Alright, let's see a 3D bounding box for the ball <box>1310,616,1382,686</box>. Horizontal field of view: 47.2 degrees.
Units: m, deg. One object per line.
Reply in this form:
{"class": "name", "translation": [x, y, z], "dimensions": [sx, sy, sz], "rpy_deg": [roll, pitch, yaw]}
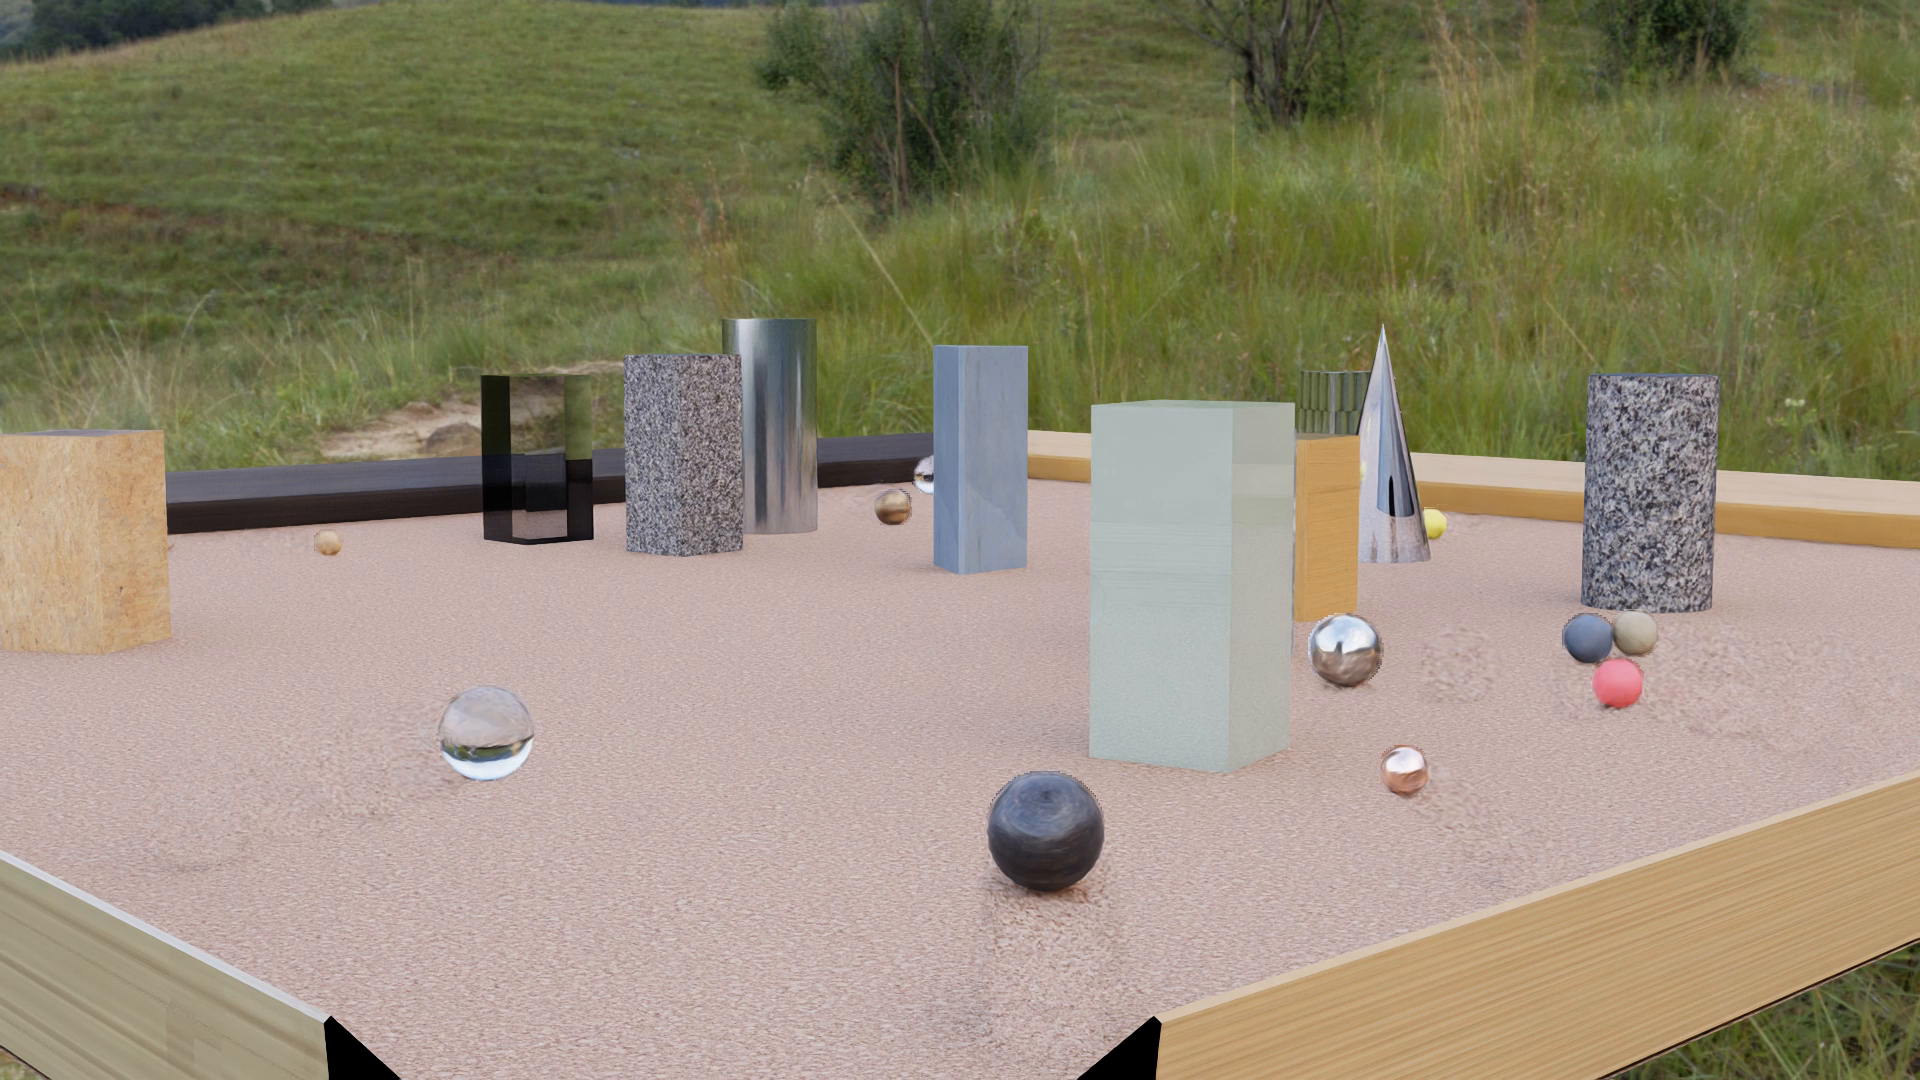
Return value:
{"class": "ball", "translation": [0.454, 0.131, 2.589], "dimensions": [0.084, 0.084, 0.084], "rpy_deg": [0, 6, 0]}

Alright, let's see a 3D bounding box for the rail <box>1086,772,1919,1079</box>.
{"class": "rail", "translation": [1.192, 0.168, 2.048], "dimensions": [3.598, 0.122, 0.045], "rpy_deg": [-6, 8, -42]}

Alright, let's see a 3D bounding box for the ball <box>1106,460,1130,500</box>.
{"class": "ball", "translation": [0.384, -0.138, 5.096], "dimensions": [0.091, 0.091, 0.091], "rpy_deg": [0, 6, 0]}

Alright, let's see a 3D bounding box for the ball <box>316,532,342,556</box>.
{"class": "ball", "translation": [-1.132, 0.006, 3.947], "dimensions": [0.045, 0.045, 0.045], "rpy_deg": [0, 6, 0]}

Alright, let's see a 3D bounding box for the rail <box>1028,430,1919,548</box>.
{"class": "rail", "translation": [1.305, -0.095, 4.529], "dimensions": [0.045, 0.122, 3.563], "rpy_deg": [-6, 8, -42]}

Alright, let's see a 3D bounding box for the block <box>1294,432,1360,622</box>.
{"class": "block", "translation": [0.479, -0.023, 3.211], "dimensions": [0.150, 0.259, 0.150], "rpy_deg": [5, 8, 38]}

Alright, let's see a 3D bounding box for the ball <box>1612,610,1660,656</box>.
{"class": "ball", "translation": [0.849, 0.118, 2.764], "dimensions": [0.057, 0.057, 0.057], "rpy_deg": [0, 6, 0]}

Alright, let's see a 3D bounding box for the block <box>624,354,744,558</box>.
{"class": "block", "translation": [-0.505, -0.159, 4.018], "dimensions": [0.150, 0.358, 0.150], "rpy_deg": [5, 8, 40]}

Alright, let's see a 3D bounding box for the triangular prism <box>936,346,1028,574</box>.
{"class": "triangular prism", "translation": [0.008, -0.142, 3.760], "dimensions": [0.141, 0.379, 0.163], "rpy_deg": [6, 8, 44]}

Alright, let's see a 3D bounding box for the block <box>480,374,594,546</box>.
{"class": "block", "translation": [-0.811, -0.158, 4.215], "dimensions": [0.150, 0.316, 0.150], "rpy_deg": [-6, 8, -44]}

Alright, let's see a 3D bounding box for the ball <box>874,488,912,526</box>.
{"class": "ball", "translation": [-0.138, -0.067, 4.494], "dimensions": [0.077, 0.077, 0.077], "rpy_deg": [0, 6, 0]}

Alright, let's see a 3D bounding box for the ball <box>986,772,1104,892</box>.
{"class": "ball", "translation": [0.066, 0.223, 1.683], "dimensions": [0.090, 0.090, 0.090], "rpy_deg": [0, 6, 0]}

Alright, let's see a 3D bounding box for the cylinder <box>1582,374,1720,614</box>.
{"class": "cylinder", "translation": [1.031, -0.074, 3.287], "dimensions": [0.188, 0.344, 0.188], "rpy_deg": [0, 6, 0]}

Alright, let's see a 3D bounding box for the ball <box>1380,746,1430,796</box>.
{"class": "ball", "translation": [0.407, 0.212, 2.013], "dimensions": [0.044, 0.044, 0.044], "rpy_deg": [0, 6, 0]}

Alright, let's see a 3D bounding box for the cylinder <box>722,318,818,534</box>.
{"class": "cylinder", "translation": [-0.379, -0.230, 4.396], "dimensions": [0.188, 0.422, 0.188], "rpy_deg": [0, 6, 0]}

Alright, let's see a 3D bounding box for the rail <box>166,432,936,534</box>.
{"class": "rail", "translation": [-1.192, -0.104, 4.617], "dimensions": [3.598, 0.122, 0.045], "rpy_deg": [-6, 8, -42]}

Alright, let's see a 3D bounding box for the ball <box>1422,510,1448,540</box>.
{"class": "ball", "translation": [0.906, -0.030, 4.227], "dimensions": [0.059, 0.059, 0.059], "rpy_deg": [0, 6, 0]}

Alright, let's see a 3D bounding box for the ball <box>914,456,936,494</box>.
{"class": "ball", "translation": [-0.065, -0.155, 5.251], "dimensions": [0.092, 0.092, 0.092], "rpy_deg": [0, 6, 0]}

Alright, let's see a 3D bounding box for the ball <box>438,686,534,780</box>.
{"class": "ball", "translation": [-0.447, 0.183, 2.075], "dimensions": [0.089, 0.089, 0.089], "rpy_deg": [0, 6, 0]}

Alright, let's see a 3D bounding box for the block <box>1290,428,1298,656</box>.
{"class": "block", "translation": [0.323, 0.004, 2.808], "dimensions": [0.150, 0.291, 0.150], "rpy_deg": [5, 8, 42]}

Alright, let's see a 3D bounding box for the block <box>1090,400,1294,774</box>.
{"class": "block", "translation": [0.232, 0.039, 2.192], "dimensions": [0.150, 0.349, 0.150], "rpy_deg": [4, 7, 31]}

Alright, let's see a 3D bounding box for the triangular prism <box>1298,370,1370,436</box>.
{"class": "triangular prism", "translation": [0.703, -0.160, 4.200], "dimensions": [0.163, 0.323, 0.141], "rpy_deg": [-6, 8, -43]}

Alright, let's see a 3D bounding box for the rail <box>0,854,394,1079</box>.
{"class": "rail", "translation": [-1.305, 0.158, 2.135], "dimensions": [0.045, 0.122, 3.563], "rpy_deg": [-6, 8, -42]}

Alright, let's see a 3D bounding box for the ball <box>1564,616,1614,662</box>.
{"class": "ball", "translation": [0.790, 0.124, 2.763], "dimensions": [0.060, 0.060, 0.060], "rpy_deg": [0, 6, 0]}

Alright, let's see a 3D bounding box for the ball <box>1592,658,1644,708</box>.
{"class": "ball", "translation": [0.734, 0.160, 2.454], "dimensions": [0.054, 0.054, 0.054], "rpy_deg": [0, 6, 0]}

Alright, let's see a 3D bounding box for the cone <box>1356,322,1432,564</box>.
{"class": "cone", "translation": [0.748, -0.177, 3.909], "dimensions": [0.188, 0.418, 0.188], "rpy_deg": [0, 6, 0]}

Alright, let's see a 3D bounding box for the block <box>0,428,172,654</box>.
{"class": "block", "translation": [-1.159, -0.002, 2.909], "dimensions": [0.150, 0.280, 0.150], "rpy_deg": [1, 6, 13]}
